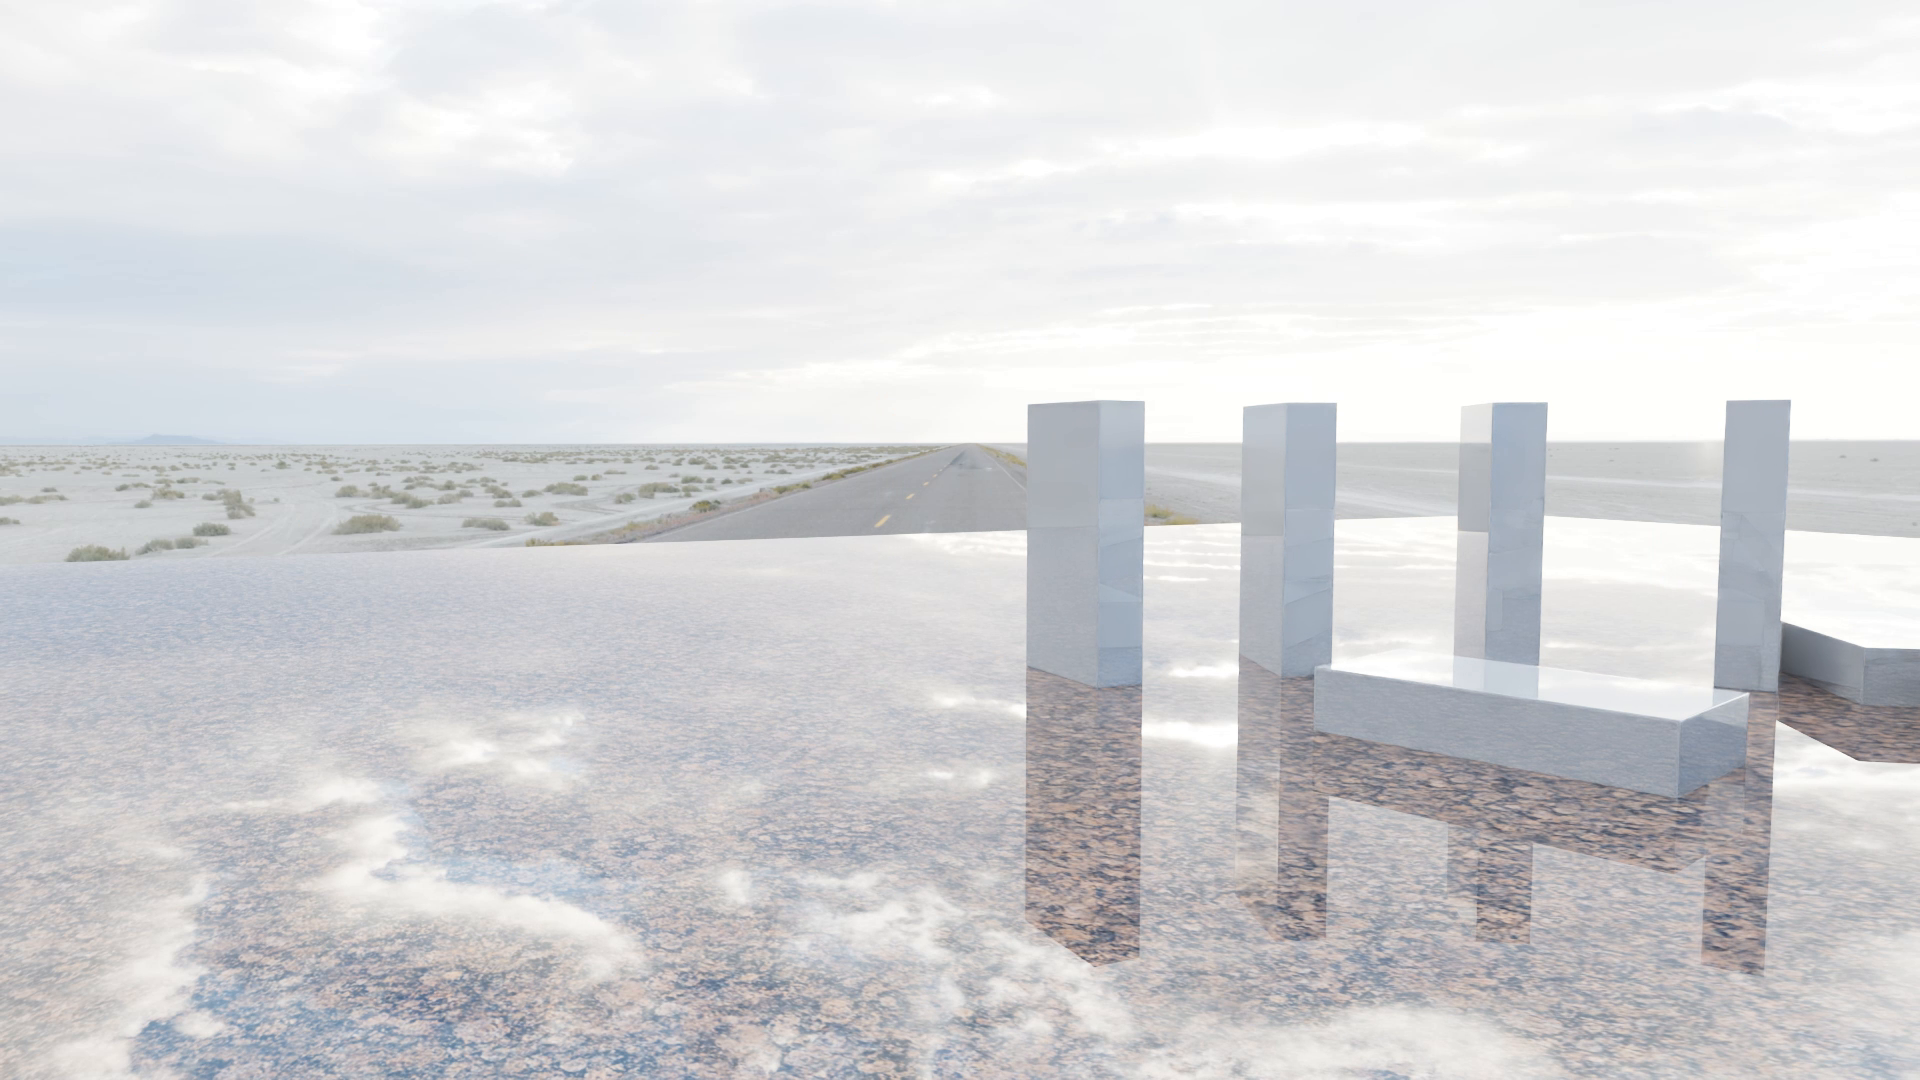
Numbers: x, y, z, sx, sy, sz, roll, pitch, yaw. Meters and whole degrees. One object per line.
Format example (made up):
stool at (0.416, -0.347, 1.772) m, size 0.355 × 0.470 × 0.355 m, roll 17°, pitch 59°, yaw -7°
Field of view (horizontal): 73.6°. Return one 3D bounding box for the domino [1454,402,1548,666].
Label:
domino at (0.103, -0.001, 0.245) m, size 0.010 × 0.050 × 0.025 m, roll 1°, pitch 4°, yaw 9°

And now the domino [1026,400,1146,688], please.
domino at (0.023, 0.000, 0.235) m, size 0.009 × 0.050 × 0.025 m, roll -2°, pitch 5°, yaw -27°

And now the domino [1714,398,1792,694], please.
domino at (0.142, 0.000, 0.230) m, size 0.009 × 0.050 × 0.025 m, roll 3°, pitch 5°, yaw 33°

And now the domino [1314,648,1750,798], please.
domino at (0.079, 0.024, 0.181) m, size 0.025 × 0.010 × 0.050 m, roll -4°, pitch 6°, yaw -42°

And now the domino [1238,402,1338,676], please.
domino at (0.062, -0.001, 0.246) m, size 0.010 × 0.050 × 0.025 m, roll 0°, pitch 4°, yaw -6°

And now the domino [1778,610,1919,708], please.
domino at (0.164, 0.021, 0.231) m, size 0.025 × 0.009 × 0.050 m, roll 1°, pitch 4°, yaw 12°
